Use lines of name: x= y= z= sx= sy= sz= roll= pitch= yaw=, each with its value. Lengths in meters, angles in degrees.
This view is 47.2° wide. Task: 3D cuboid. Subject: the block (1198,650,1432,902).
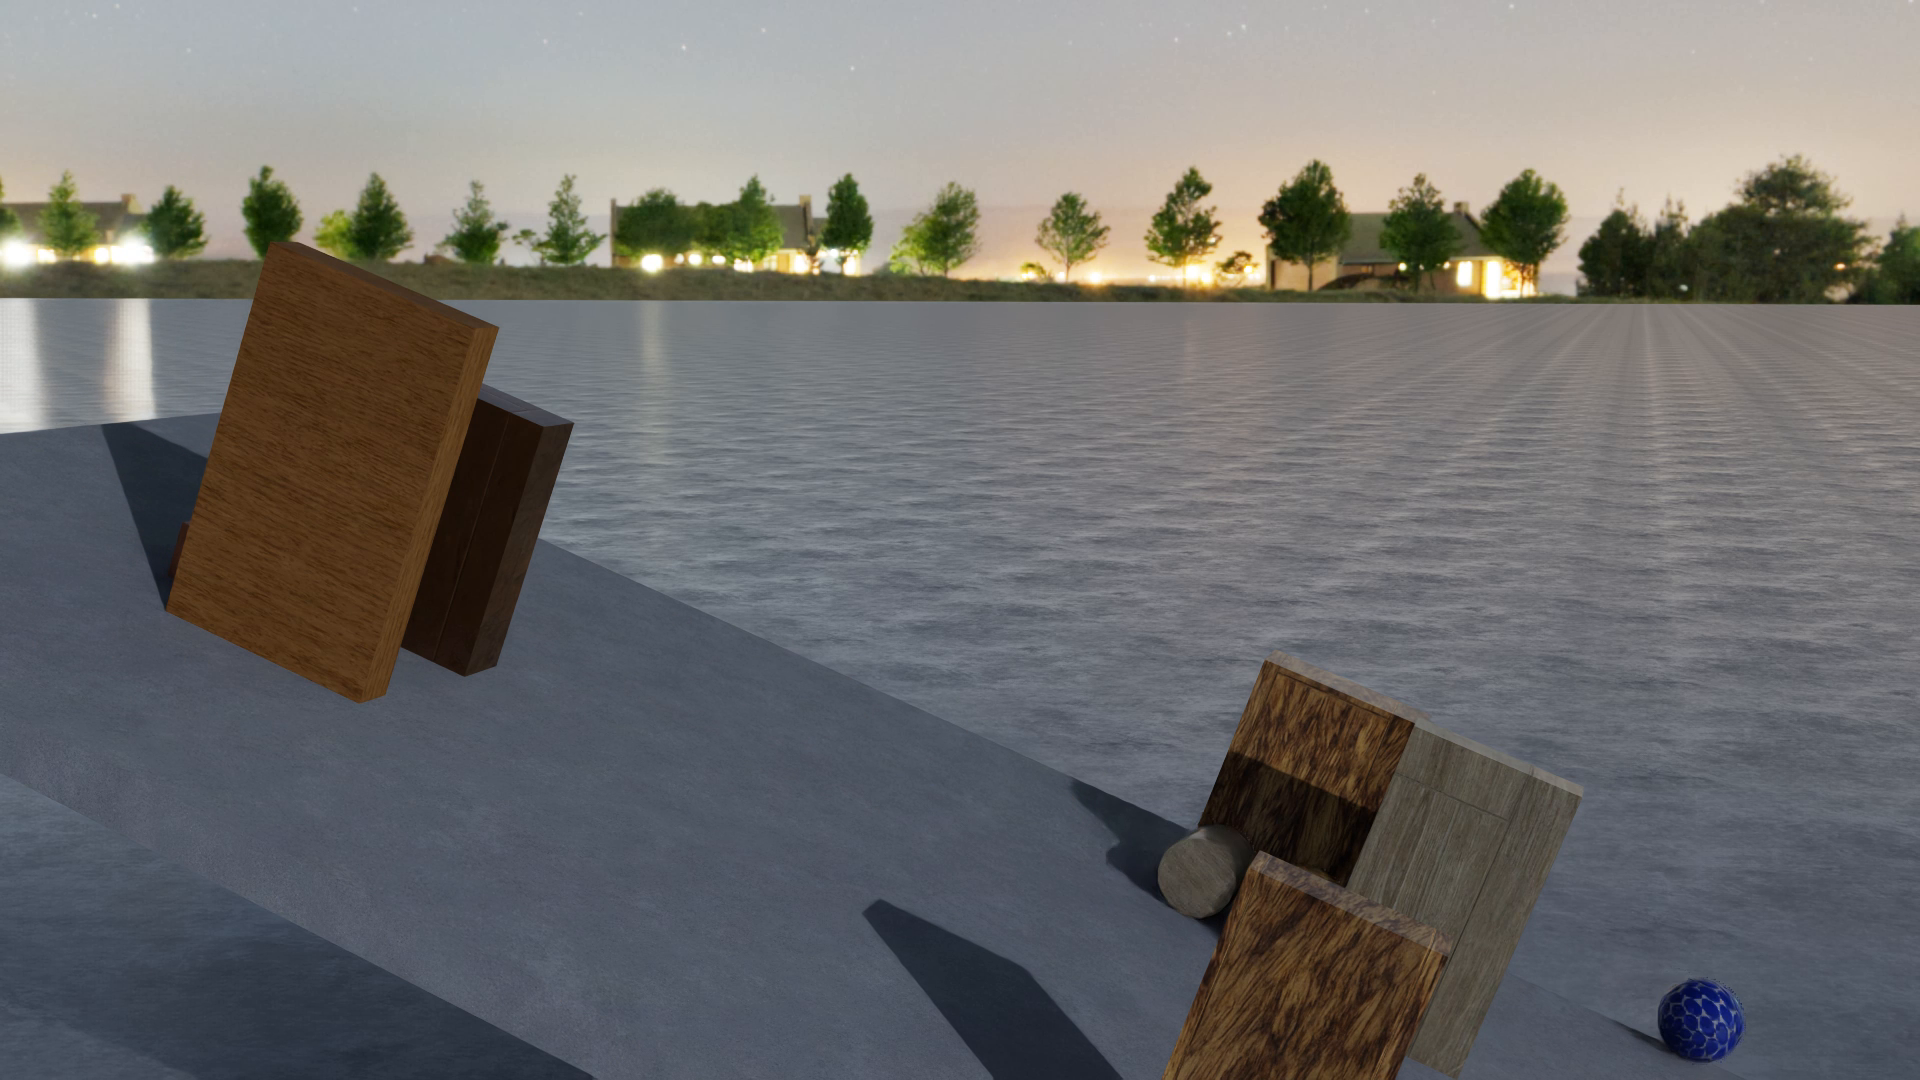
block: x=0.724 y=0.541 z=4.637 sx=0.353 sy=0.510 sz=0.136 roll=23 pitch=13 yaw=13

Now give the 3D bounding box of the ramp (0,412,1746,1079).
ramp: x=-0.326 y=0.590 z=4.206 sx=4.000 sy=0.100 sz=2.000 roll=23 pitch=13 yaw=13

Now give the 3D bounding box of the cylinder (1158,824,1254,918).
cylinder: x=0.508 y=0.678 z=4.520 sx=0.162 sy=0.162 sz=0.162 roll=3 pitch=5 yaw=22

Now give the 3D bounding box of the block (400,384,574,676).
block: x=-1.035 y=-0.052 z=4.375 sx=0.373 sy=0.530 sz=0.127 roll=23 pitch=13 yaw=13

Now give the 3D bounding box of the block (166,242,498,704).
block: x=-1.156 y=-0.124 z=4.027 sx=0.436 sy=0.730 sz=0.088 roll=23 pitch=13 yaw=13

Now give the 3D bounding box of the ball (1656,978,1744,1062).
ball: x=1.578 y=1.024 z=4.688 sx=0.175 sy=0.175 sz=0.175 roll=0 pitch=7 yaw=0

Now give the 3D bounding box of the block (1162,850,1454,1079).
block: x=0.448 y=0.764 z=3.115 sx=0.292 sy=0.569 sz=0.096 roll=23 pitch=13 yaw=13

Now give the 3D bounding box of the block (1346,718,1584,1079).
block: x=0.901 y=0.675 z=4.145 sx=0.325 sy=0.595 sz=0.086 roll=23 pitch=13 yaw=13

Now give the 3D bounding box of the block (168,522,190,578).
block: x=-1.458 y=0.034 z=4.315 sx=0.113 sy=0.113 sz=0.113 roll=24 pitch=13 yaw=18

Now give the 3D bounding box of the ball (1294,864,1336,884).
ball: x=0.672 y=0.738 z=4.349 sx=0.189 sy=0.189 sz=0.189 roll=0 pitch=7 yaw=0
